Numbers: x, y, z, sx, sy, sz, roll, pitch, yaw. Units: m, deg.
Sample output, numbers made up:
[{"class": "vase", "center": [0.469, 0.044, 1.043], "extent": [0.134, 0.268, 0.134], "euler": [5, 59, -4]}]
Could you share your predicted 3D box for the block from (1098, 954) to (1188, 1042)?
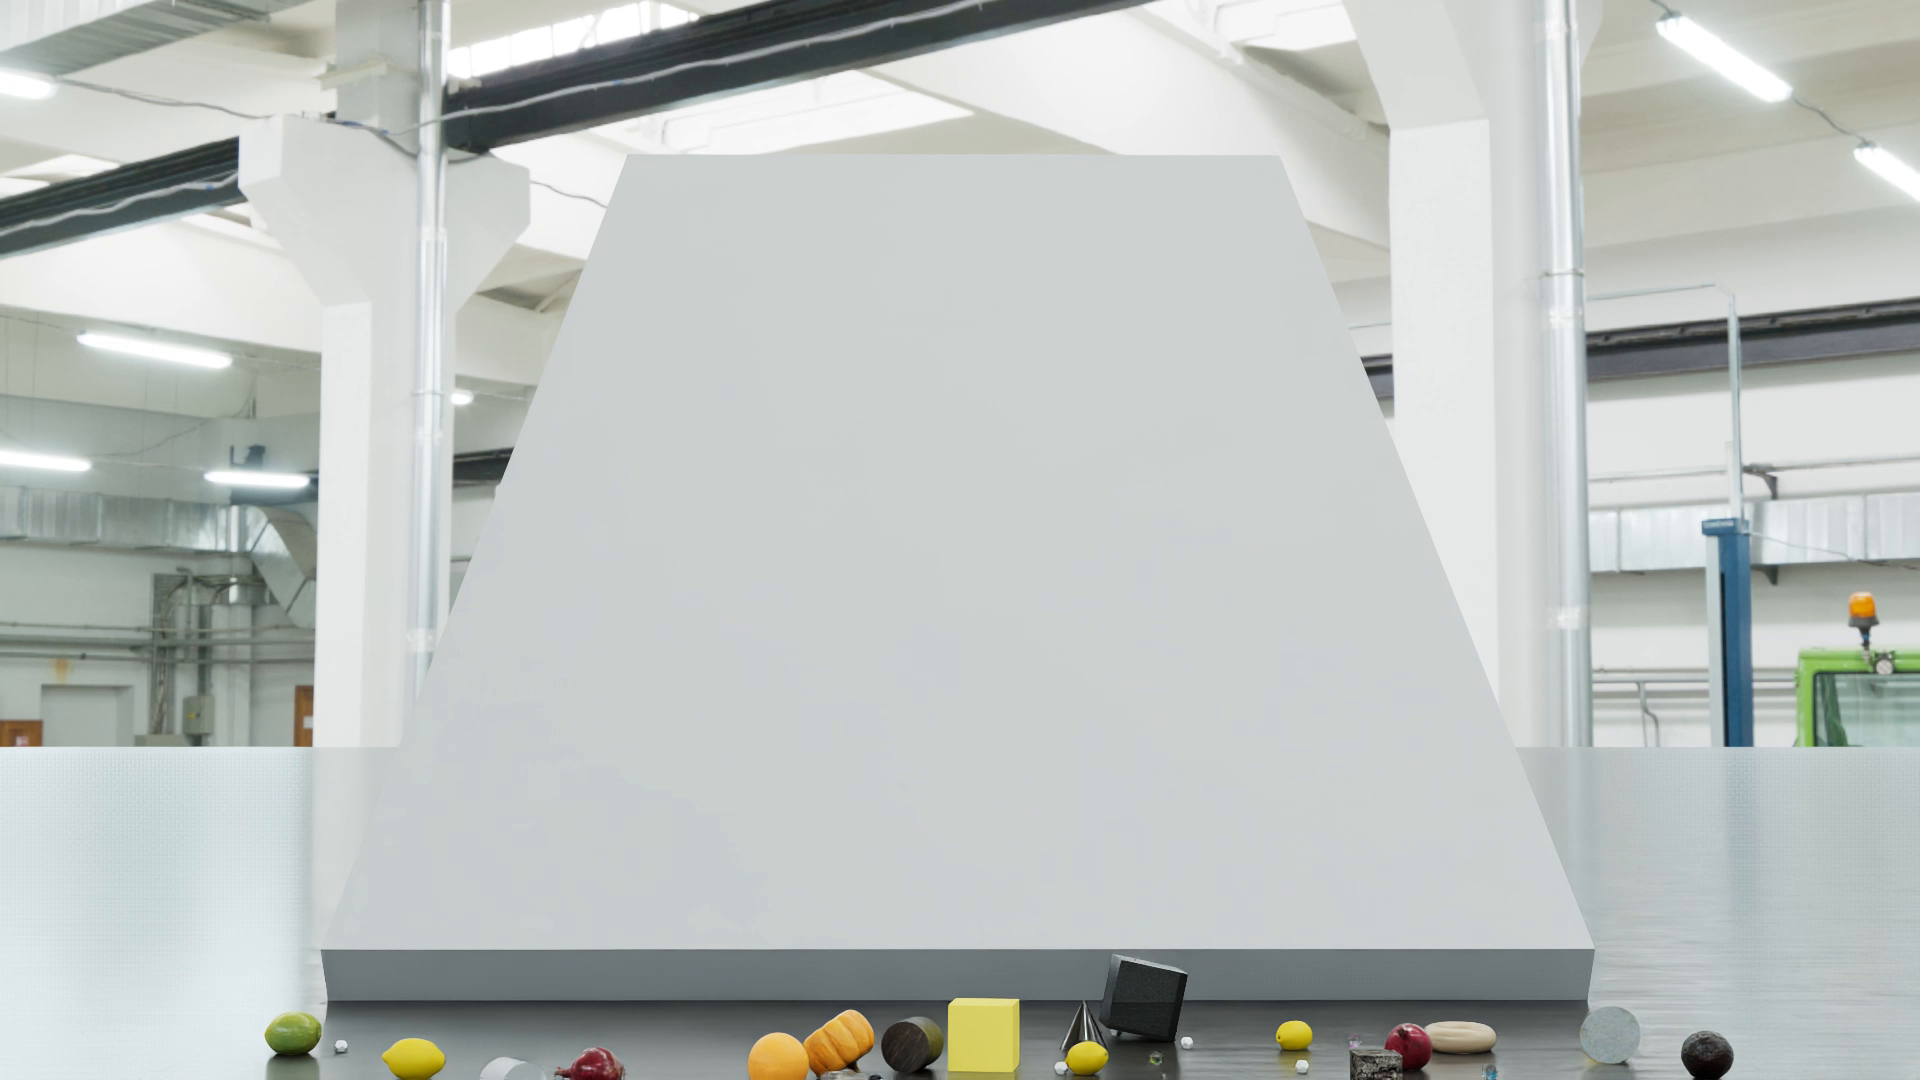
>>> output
[{"class": "block", "center": [0.253, 0.634, 3.290], "extent": [0.094, 0.094, 0.094], "euler": [13, -5, -2]}]

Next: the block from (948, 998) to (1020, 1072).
[{"class": "block", "center": [0.030, 0.625, 3.000], "extent": [0.081, 0.081, 0.081], "euler": [-1, -5, 7]}]

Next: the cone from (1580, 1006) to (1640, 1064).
[{"class": "cone", "center": [0.851, 0.655, 3.076], "extent": [0.077, 0.077, 0.077], "euler": [-3, -32, 28]}]

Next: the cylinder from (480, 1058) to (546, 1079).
[{"class": "cylinder", "center": [-0.497, 0.607, 2.637], "extent": [0.057, 0.057, 0.057], "euler": [3, -6, -35]}]

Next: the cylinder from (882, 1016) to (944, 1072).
[{"class": "cylinder", "center": [-0.059, 0.632, 2.976], "extent": [0.063, 0.063, 0.063], "euler": [-1, -5, 16]}]

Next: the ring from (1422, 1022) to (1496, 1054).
[{"class": "ring", "center": [0.666, 0.664, 3.168], "extent": [0.098, 0.033, 0.098], "euler": [0, -3, 0]}]

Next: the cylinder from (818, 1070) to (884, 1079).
[{"class": "cylinder", "center": [-0.117, 0.597, 2.532], "extent": [0.058, 0.058, 0.058], "euler": [-3, -5, 29]}]

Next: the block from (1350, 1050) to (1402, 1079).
[{"class": "block", "center": [0.480, 0.618, 2.738], "extent": [0.052, 0.052, 0.052], "euler": [0, -5, 0]}]

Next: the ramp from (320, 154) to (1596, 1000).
[{"class": "ramp", "center": [-0.011, -0.226, 5.526], "extent": [2.000, 0.100, 4.000], "euler": [0, 27, 0]}]

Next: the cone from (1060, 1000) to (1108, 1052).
[{"class": "cone", "center": [0.166, 0.648, 3.177], "extent": [0.066, 0.066, 0.066], "euler": [0, -5, 0]}]
